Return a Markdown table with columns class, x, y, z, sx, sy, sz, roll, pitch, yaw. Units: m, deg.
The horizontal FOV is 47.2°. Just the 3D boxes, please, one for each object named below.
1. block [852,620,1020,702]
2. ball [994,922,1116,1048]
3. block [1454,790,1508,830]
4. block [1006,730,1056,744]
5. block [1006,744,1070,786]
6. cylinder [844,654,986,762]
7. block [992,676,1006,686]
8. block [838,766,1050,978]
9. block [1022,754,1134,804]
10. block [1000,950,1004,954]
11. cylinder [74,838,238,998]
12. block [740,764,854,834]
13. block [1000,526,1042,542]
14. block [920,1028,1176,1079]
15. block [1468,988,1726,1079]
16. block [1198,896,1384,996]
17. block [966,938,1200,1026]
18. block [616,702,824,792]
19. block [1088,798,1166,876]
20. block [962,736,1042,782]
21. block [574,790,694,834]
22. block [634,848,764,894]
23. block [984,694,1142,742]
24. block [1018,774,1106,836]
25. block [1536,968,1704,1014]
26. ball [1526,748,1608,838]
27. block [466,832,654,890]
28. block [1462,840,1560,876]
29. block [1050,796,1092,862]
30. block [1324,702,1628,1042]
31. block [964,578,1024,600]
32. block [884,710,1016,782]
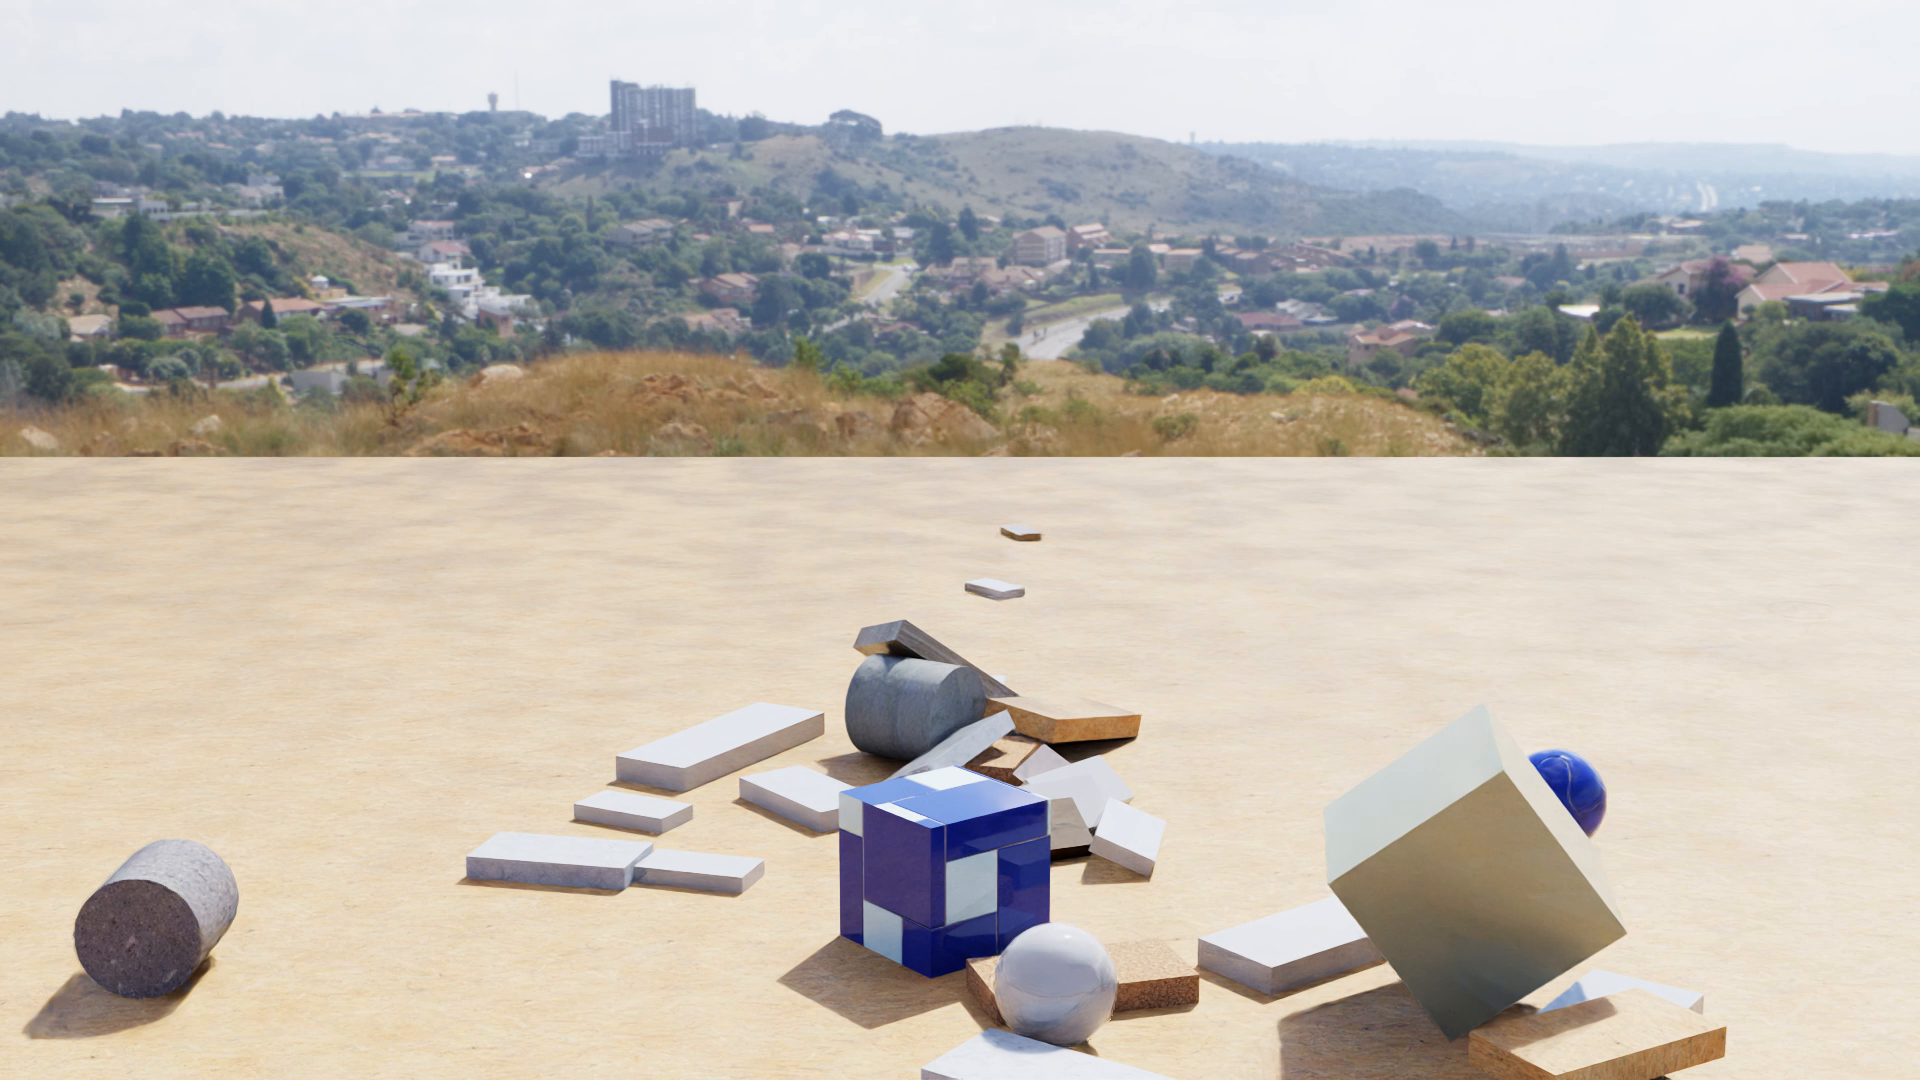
| class | x | y | z | sx | sy | sz | roll | pitch | yaw |
| --- | --- | --- | --- | --- | --- | --- | --- | --- | --- |
| block | -0.042 | 0.279 | 4.577 | 0.337 | 0.048 | 0.168 | 35 | -26 | -25 |
| ball | 0.132 | 0.618 | 3.052 | 0.171 | 0.171 | 0.171 | 0 | 11 | 0 |
| block | 0.967 | 0.501 | 4.085 | 0.082 | 0.023 | 0.165 | 1 | 11 | 7 |
| block | 0.134 | 0.390 | 4.661 | 0.110 | 0.031 | 0.221 | -4 | 11 | -21 |
| block | 0.164 | 0.456 | 4.155 | 0.108 | 0.030 | 0.215 | 37 | 19 | 9 |
| cylinder | -0.089 | 0.343 | 4.437 | 0.206 | 0.206 | 0.206 | 7 | 13 | 33 |
| block | -0.006 | 0.333 | 4.971 | 0.215 | 0.030 | 0.108 | 1 | 11 | 3 |
| block | -0.025 | 0.513 | 3.441 | 0.235 | 0.235 | 0.235 | -8 | 13 | -38 |
| block | 0.218 | 0.469 | 4.077 | 0.215 | 0.030 | 0.108 | -11 | 52 | -47 |
| block | 0.144 | 0.638 | 3.350 | 0.150 | 0.021 | 0.075 | -4 | 11 | -20 |
| cylinder | -1.202 | 0.565 | 3.299 | 0.185 | 0.185 | 0.185 | 0 | 11 | -2 |
| block | -0.282 | 0.484 | 4.131 | 0.139 | 0.039 | 0.277 | -8 | 13 | -37 |
| block | 0.191 | -0.021 | 6.901 | 0.075 | 0.021 | 0.150 | -4 | 11 | -21 |
| block | 0.128 | 0.718 | 2.854 | 0.324 | 0.046 | 0.162 | 7 | 13 | 34 |
| block | 0.840 | 0.665 | 2.896 | 0.309 | 0.044 | 0.154 | -6 | 12 | -29 |
| block | 0.531 | 0.621 | 3.384 | 0.309 | 0.044 | 0.154 | -8 | 13 | -37 |
| block | 0.179 | 0.648 | 3.235 | 0.309 | 0.044 | 0.154 | -3 | 11 | -16 |
| block | -0.480 | 0.416 | 4.475 | 0.168 | 0.048 | 0.481 | 6 | 12 | 30 |
| block | 0.295 | 0.519 | 3.858 | 0.111 | 0.031 | 0.222 | 24 | 14 | 5 |
| block | 0.081 | 0.426 | 4.293 | 0.110 | 0.031 | 0.221 | 3 | 11 | 16 |
| block | -0.604 | 0.502 | 4.067 | 0.198 | 0.028 | 0.099 | 5 | 12 | 27 |
| block | -0.443 | 0.562 | 3.741 | 0.198 | 0.028 | 0.099 | 3 | 11 | 17 |
| block | 0.215 | 0.366 | 4.529 | 0.168 | 0.048 | 0.337 | 15 | 6 | 34 |
| block | 0.161 | 0.490 | 3.954 | 0.222 | 0.031 | 0.111 | -6 | 50 | -30 |
| block | 0.894 | 0.682 | 3.048 | 0.162 | 0.046 | 0.324 | 8 | 13 | 37 |
| ball | 1.033 | 0.451 | 3.819 | 0.177 | 0.177 | 0.177 | 0 | 11 | 0 |
| block | -0.686 | 0.550 | 3.777 | 0.285 | 0.039 | 0.139 | 2 | 11 | 12 |
| block | 0.955 | 0.552 | 3.816 | 0.150 | 0.021 | 0.075 | -5 | 12 | -27 |
| block | 0.113 | 0.514 | 3.847 | 0.222 | 0.031 | 0.111 | -4 | 43 | -23 |
| block | 0.729 | 0.470 | 3.153 | 0.290 | 0.290 | 0.290 | -36 | 7 | 15 |
| block | 0.094 | 0.135 | 6.057 | 0.082 | 0.023 | 0.165 | -8 | 13 | -37 |
| block | -0.023 | 0.415 | 4.229 | 0.139 | 0.039 | 0.277 | -26 | 2 | 38 |
